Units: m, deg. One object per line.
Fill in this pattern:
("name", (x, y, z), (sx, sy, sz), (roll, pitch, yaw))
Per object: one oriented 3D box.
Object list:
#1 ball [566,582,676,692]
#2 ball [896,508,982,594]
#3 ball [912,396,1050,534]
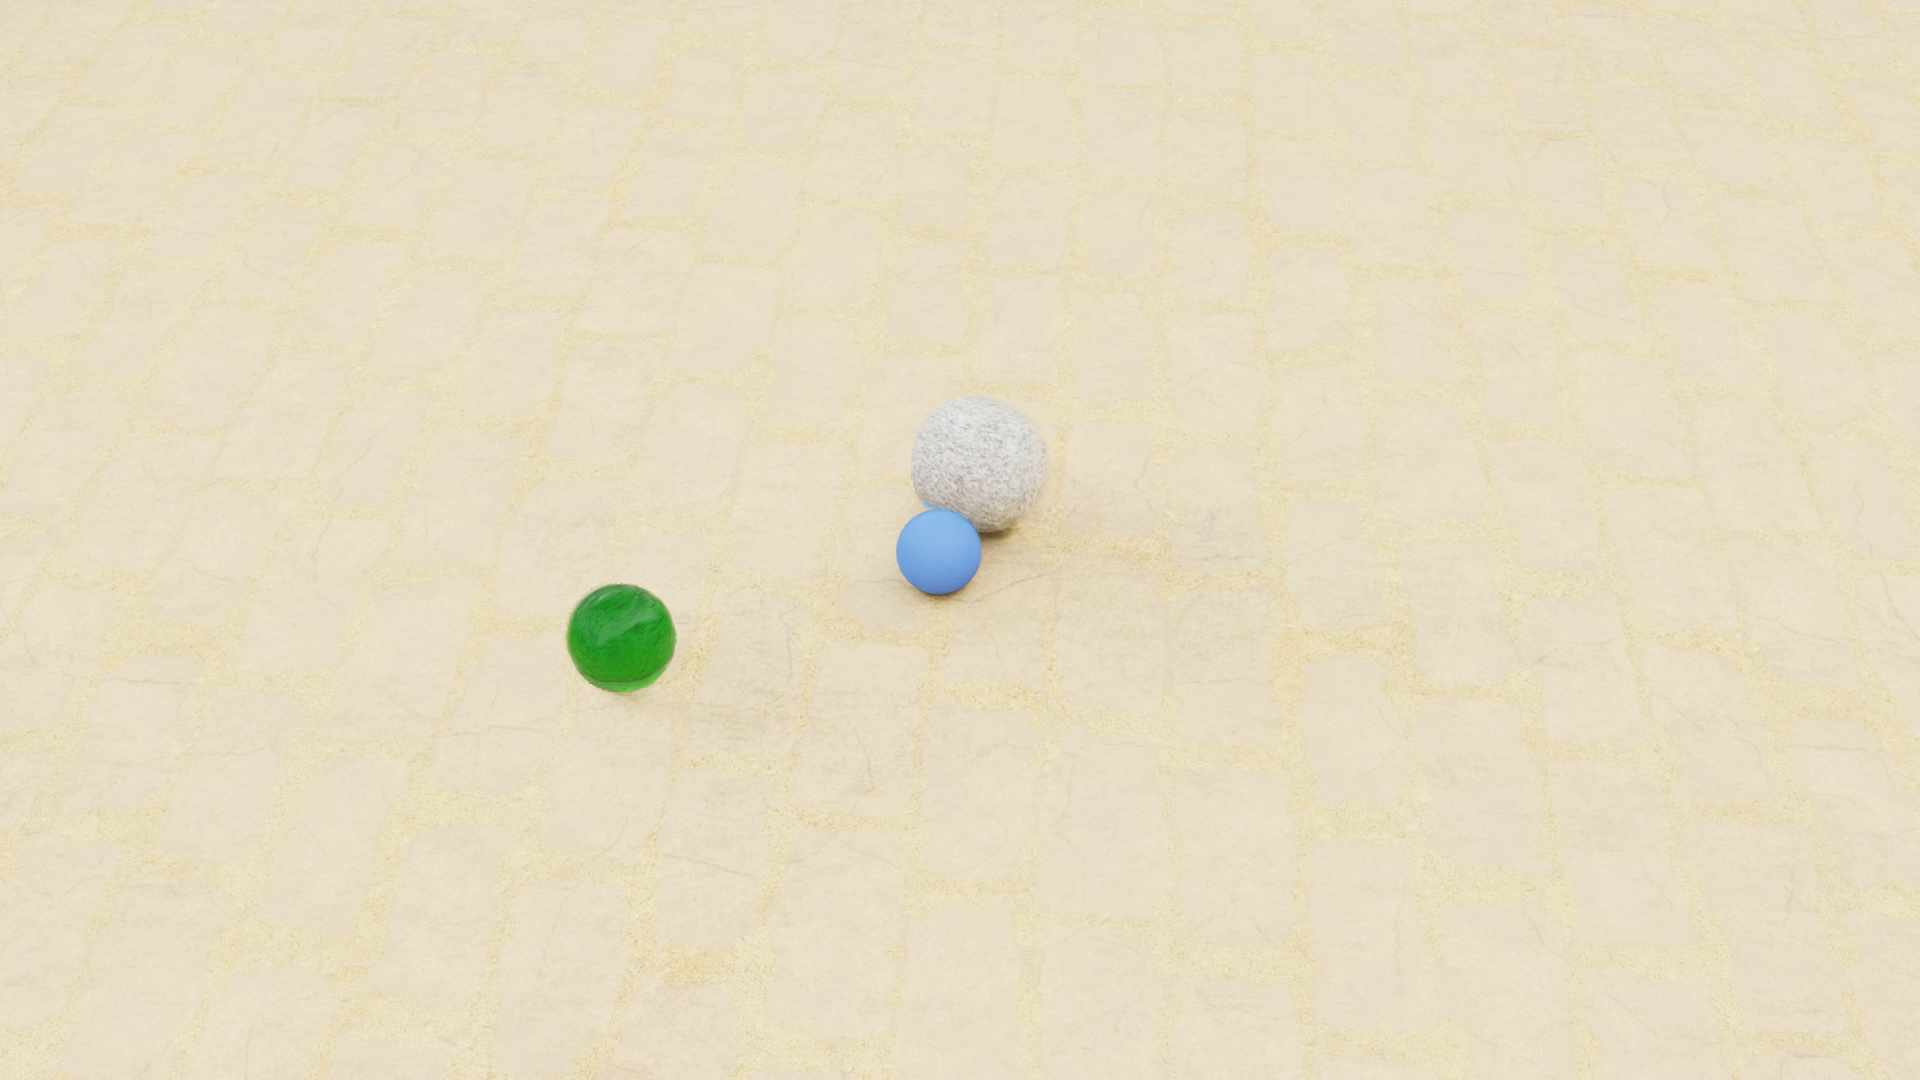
("ball", (-0.201, 0.058, 1.526), (0.065, 0.065, 0.065), (0, 36, 0))
("ball", (-0.013, 0.007, 1.605), (0.054, 0.054, 0.054), (0, 36, 0))
("ball", (0.013, -0.048, 1.652), (0.088, 0.088, 0.088), (0, 36, 0))
